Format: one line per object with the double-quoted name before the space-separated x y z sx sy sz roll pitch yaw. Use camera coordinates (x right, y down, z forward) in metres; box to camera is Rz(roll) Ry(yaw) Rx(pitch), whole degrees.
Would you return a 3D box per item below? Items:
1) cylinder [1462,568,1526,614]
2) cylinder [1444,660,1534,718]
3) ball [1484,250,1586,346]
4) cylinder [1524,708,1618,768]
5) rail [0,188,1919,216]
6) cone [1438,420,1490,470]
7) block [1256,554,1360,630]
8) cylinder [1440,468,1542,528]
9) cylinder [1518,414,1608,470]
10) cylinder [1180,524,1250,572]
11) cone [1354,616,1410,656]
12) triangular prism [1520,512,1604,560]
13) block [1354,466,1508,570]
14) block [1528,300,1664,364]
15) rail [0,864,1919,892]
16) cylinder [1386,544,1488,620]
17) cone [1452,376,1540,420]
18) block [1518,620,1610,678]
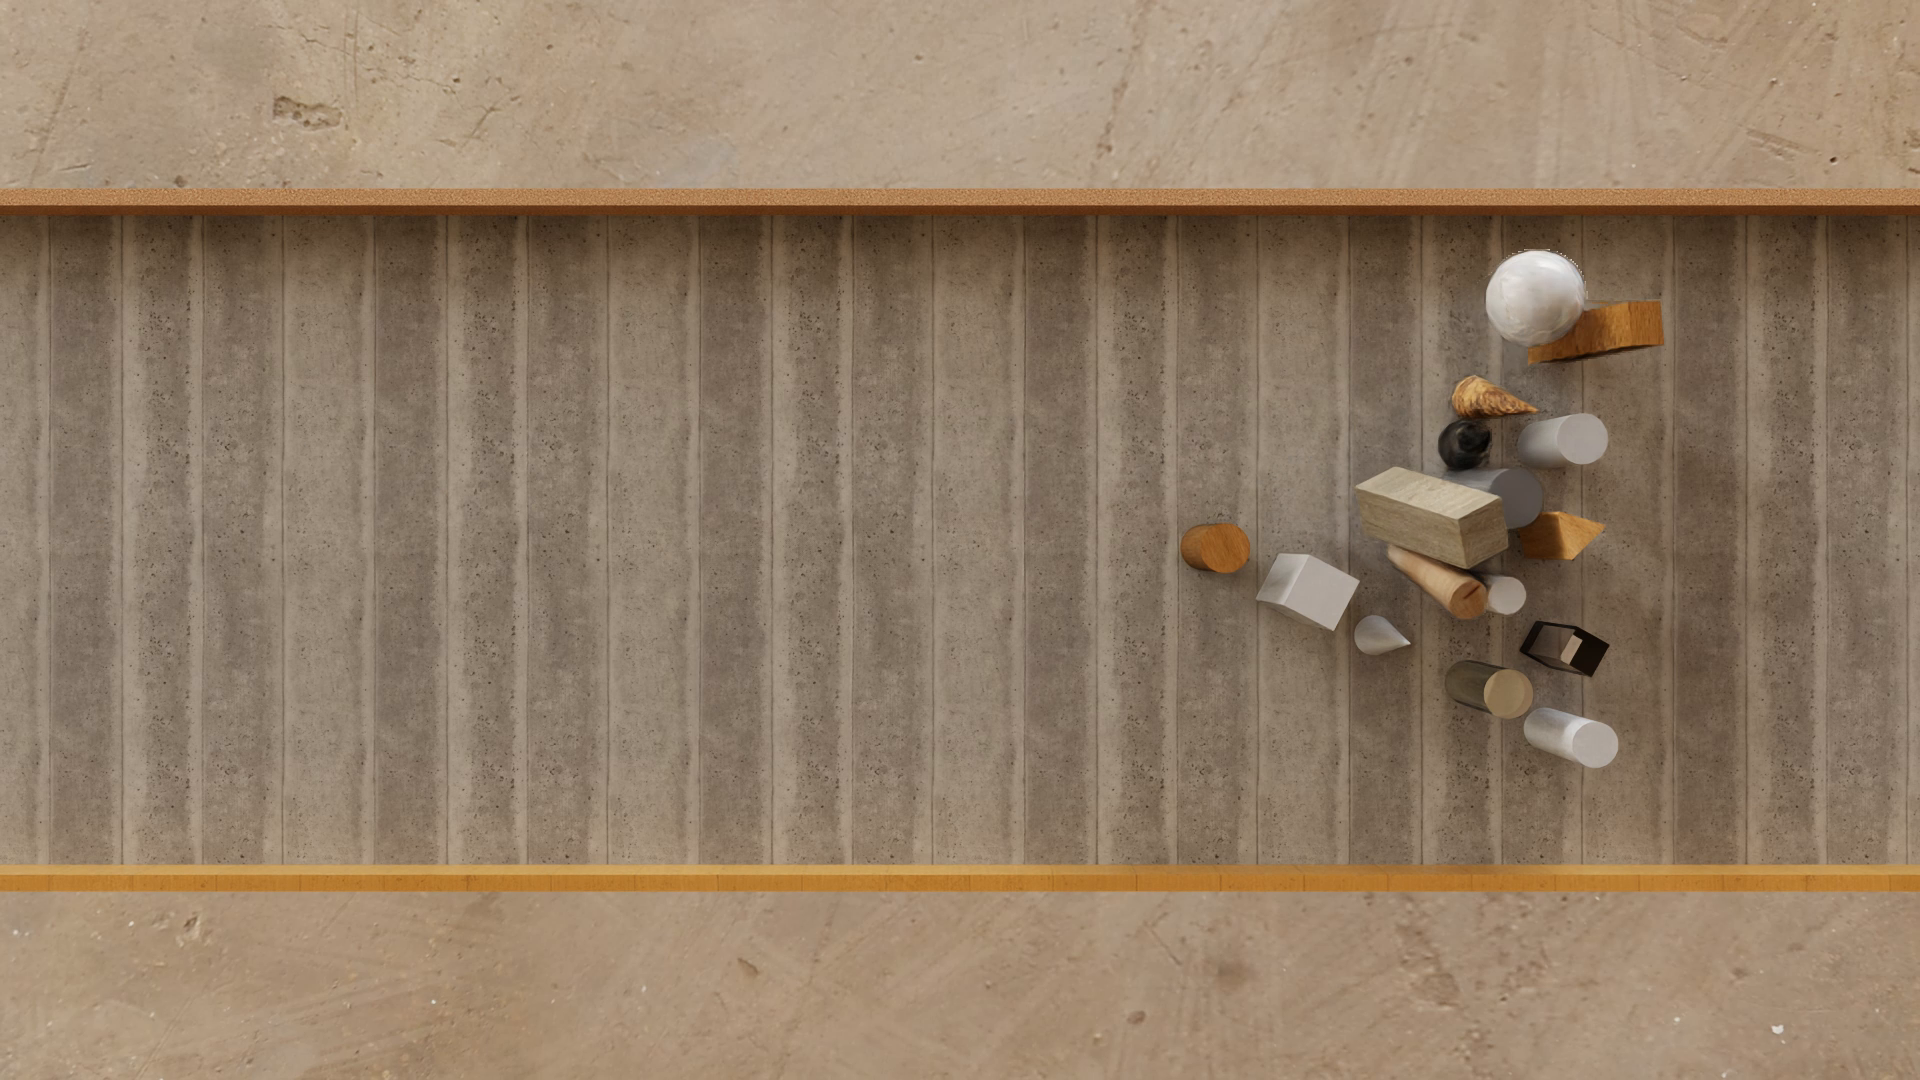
"cylinder" 1.545 0.149 4.888 0.108 0.367 0.108 0 93 -6
"cylinder" 1.562 0.438 4.886 0.142 0.380 0.142 0 90 0
"ball" 1.673 -0.703 4.802 0.276 0.276 0.276 0 90 0
"cylinder" 1.801 0.581 4.875 0.131 0.402 0.131 0 90 0
"rail" -2.247 -1.025 5.002 12.000 0.150 0.050 0 90 0
"cone" 1.528 -0.300 4.882 0.154 0.374 0.154 0 87 6
"block" 1.016 0.148 4.855 0.159 0.443 0.159 28 90 0
"cylinder" 1.558 -0.124 4.889 0.171 0.351 0.171 0 92 -10
"cylinder" 1.789 -0.291 4.908 0.147 0.337 0.147 0 90 0
"cylinder" 0.749 0.023 4.866 0.141 0.421 0.141 0 90 0
"cone" 1.275 0.294 4.871 0.124 0.411 0.124 0 90 0
"triangular prism" 1.752 -0.035 4.895 0.139 0.364 0.120 -44 90 0
"block" 1.375 -0.071 4.829 0.160 0.442 0.160 -25 114 -19
"block" 1.867 -0.610 4.870 0.124 0.397 0.124 -5 90 -25
"rail" -2.247 1.025 5.001 12.000 0.150 0.050 0 90 0
"cylinder" 1.406 0.101 4.875 0.120 0.390 0.120 -5 113 -12
"cone" 1.620 -0.402 4.891 0.137 0.344 0.137 -4 103 -17
"block" 1.794 0.321 4.907 0.108 0.339 0.108 29 90 0
